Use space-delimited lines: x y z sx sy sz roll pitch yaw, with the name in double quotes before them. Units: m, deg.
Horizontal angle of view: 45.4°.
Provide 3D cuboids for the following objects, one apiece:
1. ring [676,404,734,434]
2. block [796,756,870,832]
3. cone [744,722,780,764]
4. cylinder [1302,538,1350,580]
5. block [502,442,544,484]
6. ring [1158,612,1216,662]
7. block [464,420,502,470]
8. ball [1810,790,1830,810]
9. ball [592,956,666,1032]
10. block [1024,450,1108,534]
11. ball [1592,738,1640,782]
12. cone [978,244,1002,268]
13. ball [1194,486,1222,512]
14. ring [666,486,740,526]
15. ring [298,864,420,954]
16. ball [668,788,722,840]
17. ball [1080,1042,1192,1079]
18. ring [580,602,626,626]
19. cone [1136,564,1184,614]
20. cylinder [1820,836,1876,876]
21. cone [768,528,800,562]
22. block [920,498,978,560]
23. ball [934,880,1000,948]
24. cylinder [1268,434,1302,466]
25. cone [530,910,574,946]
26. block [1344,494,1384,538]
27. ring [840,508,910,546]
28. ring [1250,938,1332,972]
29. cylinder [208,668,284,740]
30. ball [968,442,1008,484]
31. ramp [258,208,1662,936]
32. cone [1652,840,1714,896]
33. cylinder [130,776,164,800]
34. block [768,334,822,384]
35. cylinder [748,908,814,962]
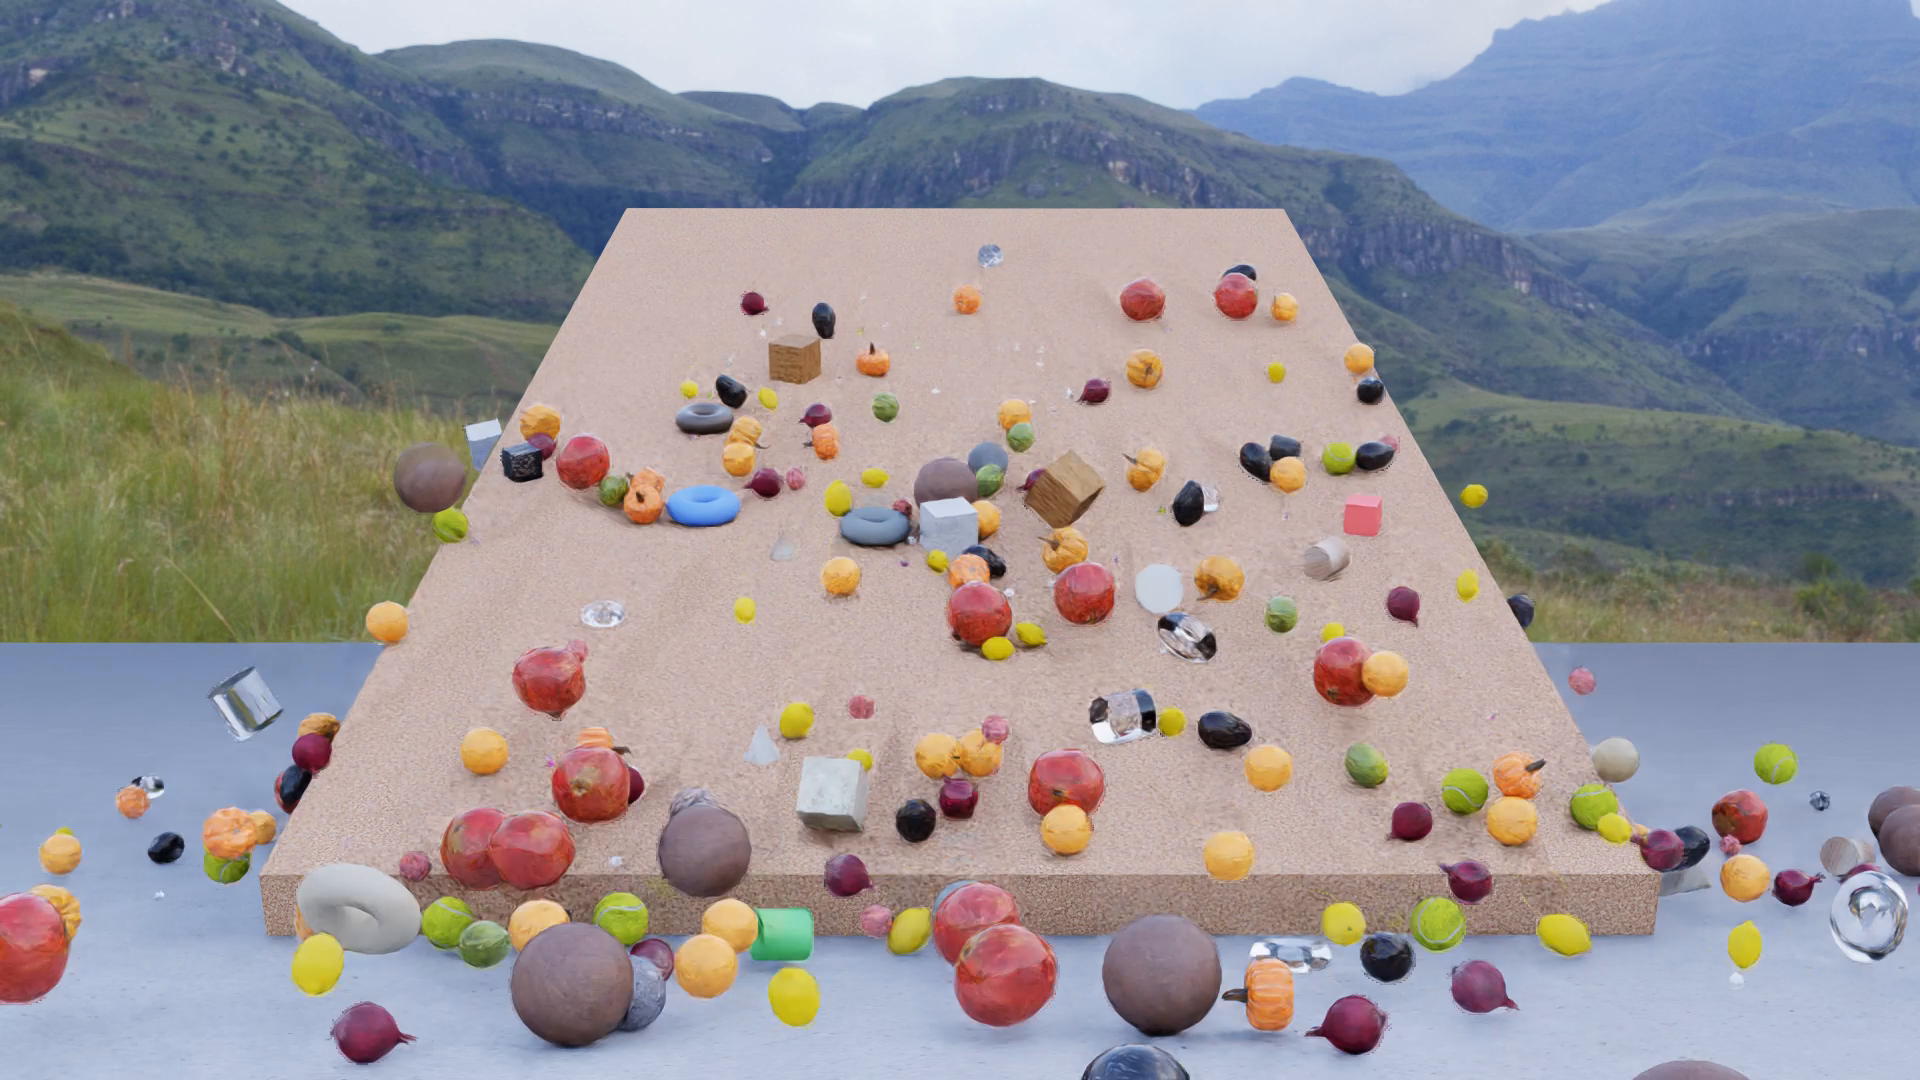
"ring" -0.565 -0.269 5.074 0.129 0.043 0.129 1 22 0
"block" -0.186 0.373 3.368 0.084 0.084 0.084 4 -22 9
"cone" -0.312 0.313 3.601 0.057 0.057 0.057 0 22 0
"cylinder" 0.685 0.035 4.291 0.065 0.065 0.065 -2 14 45
"block" -0.912 -0.160 4.778 0.060 0.060 0.060 -17 27 -36
"ring" 0.388 0.166 3.916 0.112 0.037 0.112 28 -27 16
"block" -1.082 -0.217 5.244 0.077 0.077 0.077 -14 32 -13
"ball" 2.135 0.645 5.692 0.050 0.050 0.050 0 -2 0
"ball" -0.362 0.496 2.509 0.081 0.081 0.081 0 -2 0
"block" 0.203 -0.094 4.415 0.096 0.096 0.096 -37 -14 -46
"ball" 1.010 0.339 3.530 0.070 0.070 0.070 0 -2 0
"cone" 0.085 -0.781 6.370 0.071 0.071 0.071 0 -5 4
"ball" 0.497 -0.083 4.600 0.053 0.053 0.053 0 -2 0
"ring" -0.511 -0.068 4.565 0.145 0.048 0.145 1 22 0
"ring" -0.651 0.400 2.485 0.136 0.045 0.136 7 -43 7
"ball" -0.388 0.400 3.357 0.077 0.077 0.077 0 -2 0
"ball" 0.143 0.459 1.863 0.099 0.099 0.099 0 -2 0
"ring" -0.636 0.132 4.093 0.080 0.027 0.080 1 21 0
"cone" 0.354 0.091 4.181 0.090 0.090 0.090 0 -5 -9
"cylinder" 1.583 0.565 4.090 0.069 0.069 0.069 10 -8 -42
"cone" -0.336 0.005 4.369 0.058 0.058 0.058 0 22 0
"block" -0.021 -0.023 4.402 0.086 0.086 0.086 -8 23 -19
"ball" 0.010 0.506 3.103 0.091 0.091 0.091 0 -2 0
"cylinder" 0.687 -0.190 4.853 0.057 0.057 0.057 16 2 16
"cone" -0.549 0.516 3.117 0.053 0.053 0.053 -26 4 -14
"block" 0.792 -0.049 4.504 0.062 0.062 0.062 8 23 19
"ring" -0.165 -0.027 4.467 0.139 0.046 0.139 3 19 -1
"ring" 0.430 0.538 2.976 0.105 0.035 0.105 1 -2 0
"cylinder" -1.258 0.289 4.041 0.093 0.093 0.093 -28 16 9
"ball" 0.058 -0.161 4.741 0.086 0.086 0.086 0 -2 0
"ramp" -0.006 -0.220 5.146 2.000 0.100 4.000 0 22 0
"cone" 1.184 0.547 3.717 0.096 0.096 0.096 23 -10 -19
"cylinder" -2.147 0.654 6.060 0.060 0.060 0.060 -1 -1 19
"block" -0.389 -0.427 5.406 0.090 0.090 0.090 10 24 24
"cylinder" -0.234 0.515 2.987 0.066 0.066 0.066 6 -5 -23
